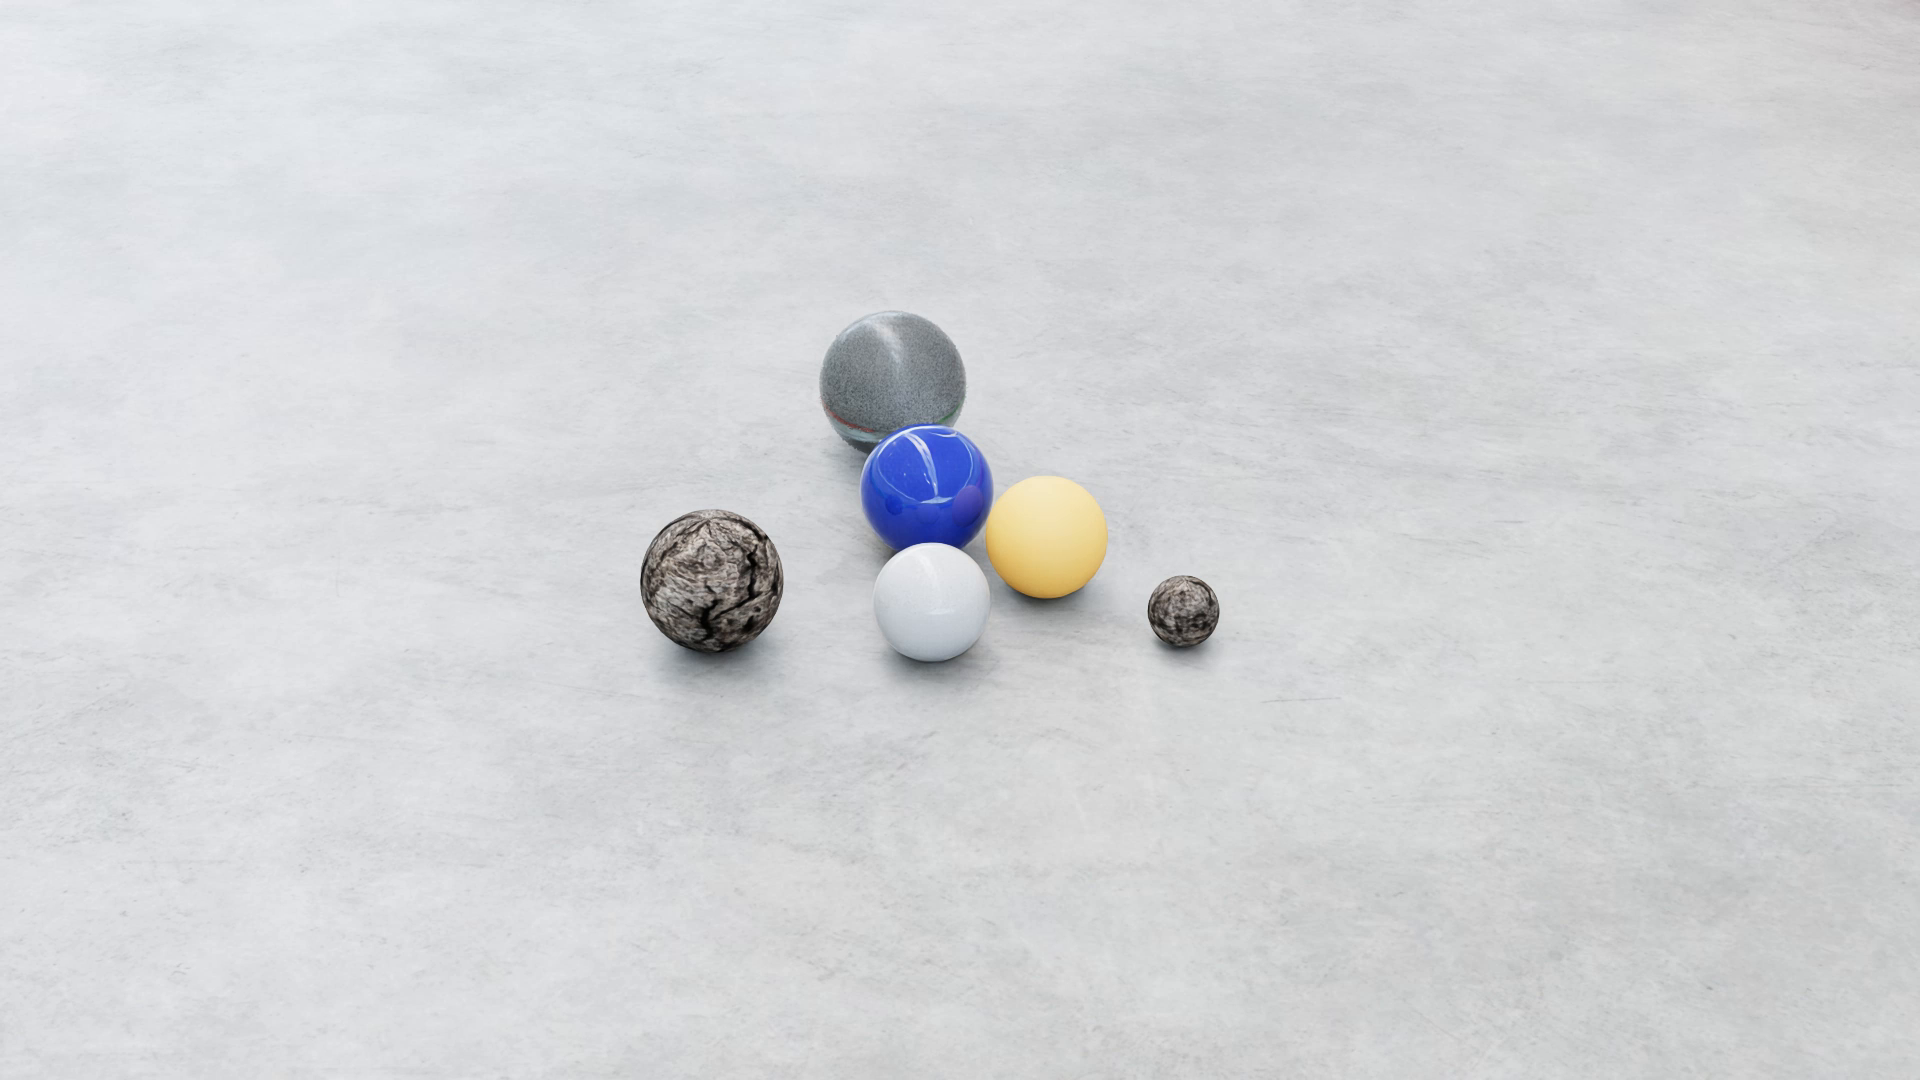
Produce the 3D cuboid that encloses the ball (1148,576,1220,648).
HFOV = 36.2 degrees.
[{"bbox_3d":[0.125,0.040,1.638,0.040,0.040,0.040,0,30,0],"label":"ball"}]

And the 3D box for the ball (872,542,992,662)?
[{"bbox_3d":[-0.016,0.034,1.622,0.066,0.066,0.066,0,30,0],"label":"ball"}]

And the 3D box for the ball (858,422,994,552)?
[{"bbox_3d":[-0.019,-0.029,1.716,0.079,0.079,0.079,0,30,0],"label":"ball"}]

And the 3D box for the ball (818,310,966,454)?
[{"bbox_3d":[-0.042,-0.096,1.818,0.092,0.092,0.092,0,30,0],"label":"ball"}]

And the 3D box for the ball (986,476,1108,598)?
[{"bbox_3d":[0.049,-0.002,1.679,0.070,0.070,0.070,0,30,0],"label":"ball"}]

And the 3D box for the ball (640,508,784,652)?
[{"bbox_3d":[-0.137,0.023,1.628,0.080,0.080,0.080,0,30,0],"label":"ball"}]
